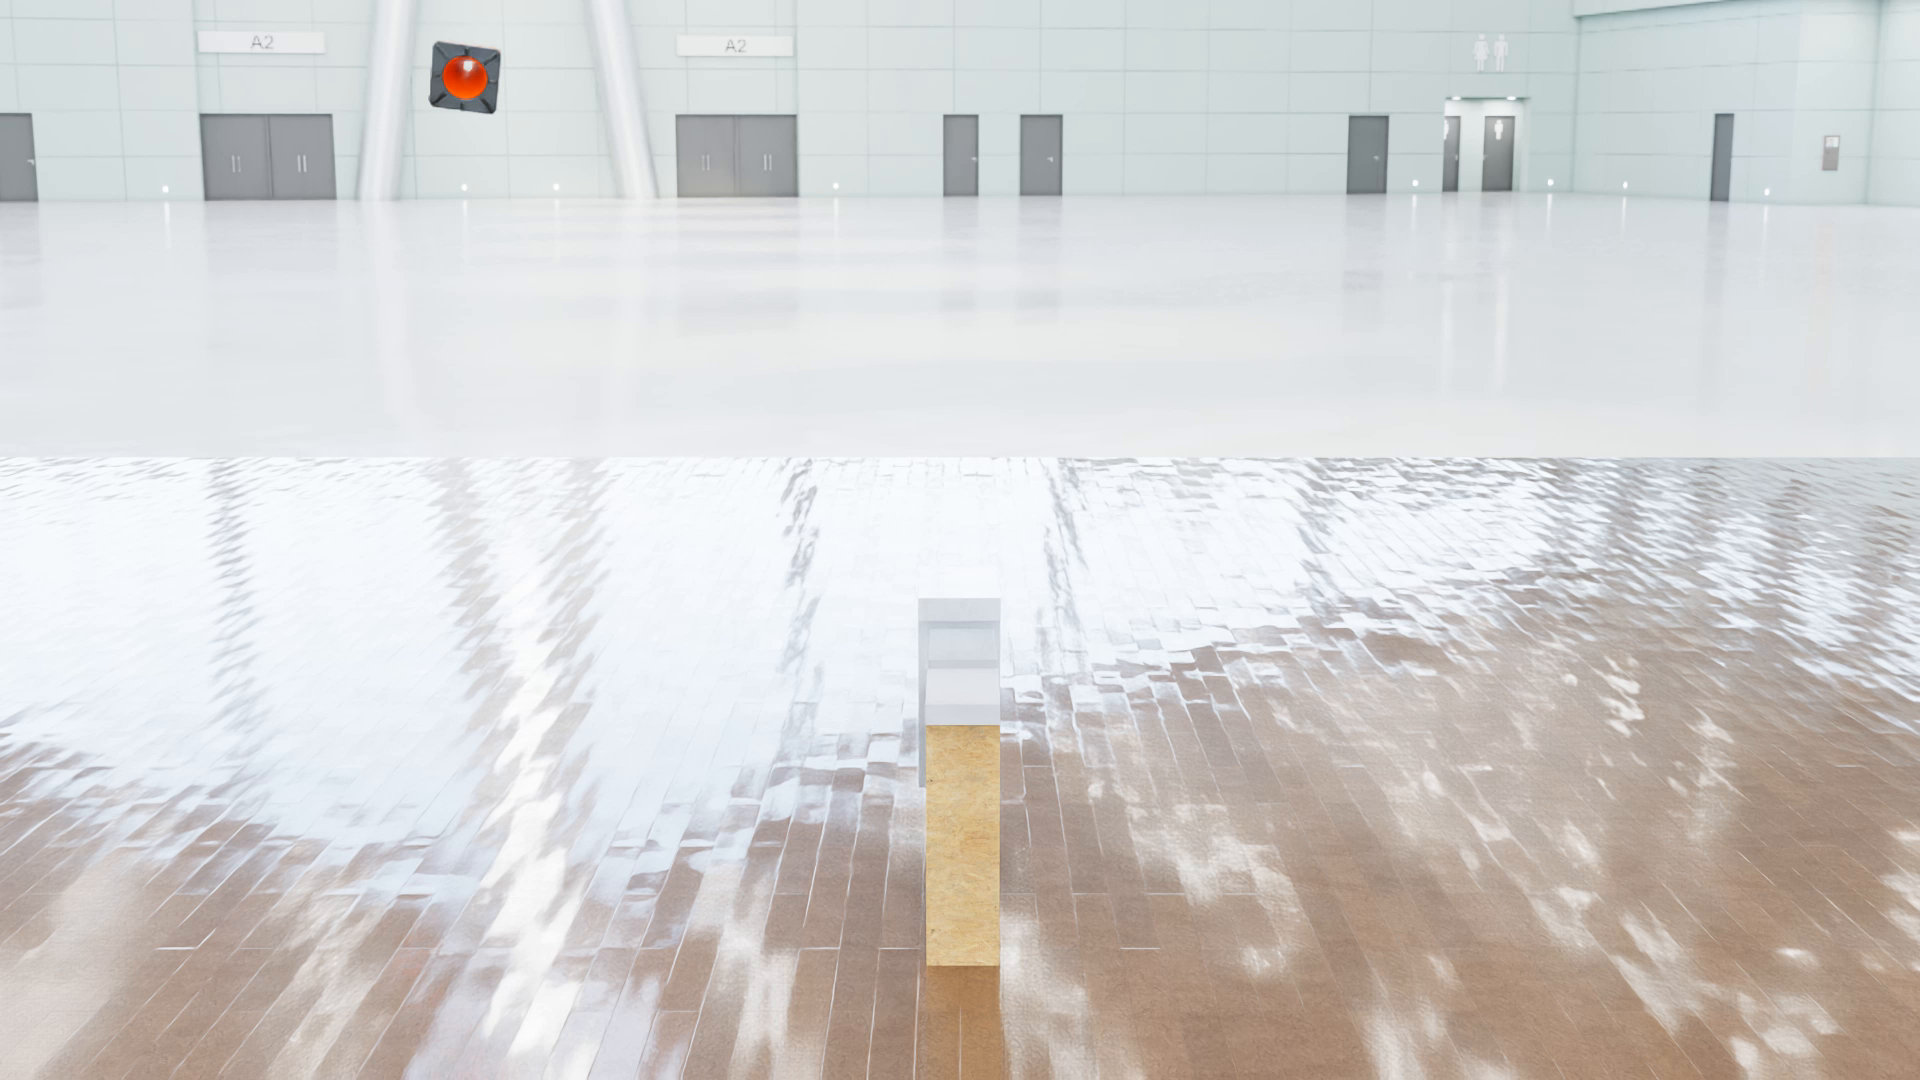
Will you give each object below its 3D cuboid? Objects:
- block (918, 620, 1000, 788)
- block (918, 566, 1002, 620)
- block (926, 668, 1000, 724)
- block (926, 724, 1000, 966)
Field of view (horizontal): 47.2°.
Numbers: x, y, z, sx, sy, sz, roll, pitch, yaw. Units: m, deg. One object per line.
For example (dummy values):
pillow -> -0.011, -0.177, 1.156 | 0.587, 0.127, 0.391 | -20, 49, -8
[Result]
block -> -0.001, 0.257, 3.533 | 0.131, 0.280, 0.037 | 0, 11, 0
block -> -0.001, 0.085, 3.590 | 0.131, 0.037, 0.262 | 0, 11, 0
block -> 0.004, 0.239, 3.367 | 0.111, 0.031, 0.221 | 0, 11, 0
block -> 0.004, 0.457, 3.333 | 0.111, 0.385, 0.031 | 0, 11, 0
